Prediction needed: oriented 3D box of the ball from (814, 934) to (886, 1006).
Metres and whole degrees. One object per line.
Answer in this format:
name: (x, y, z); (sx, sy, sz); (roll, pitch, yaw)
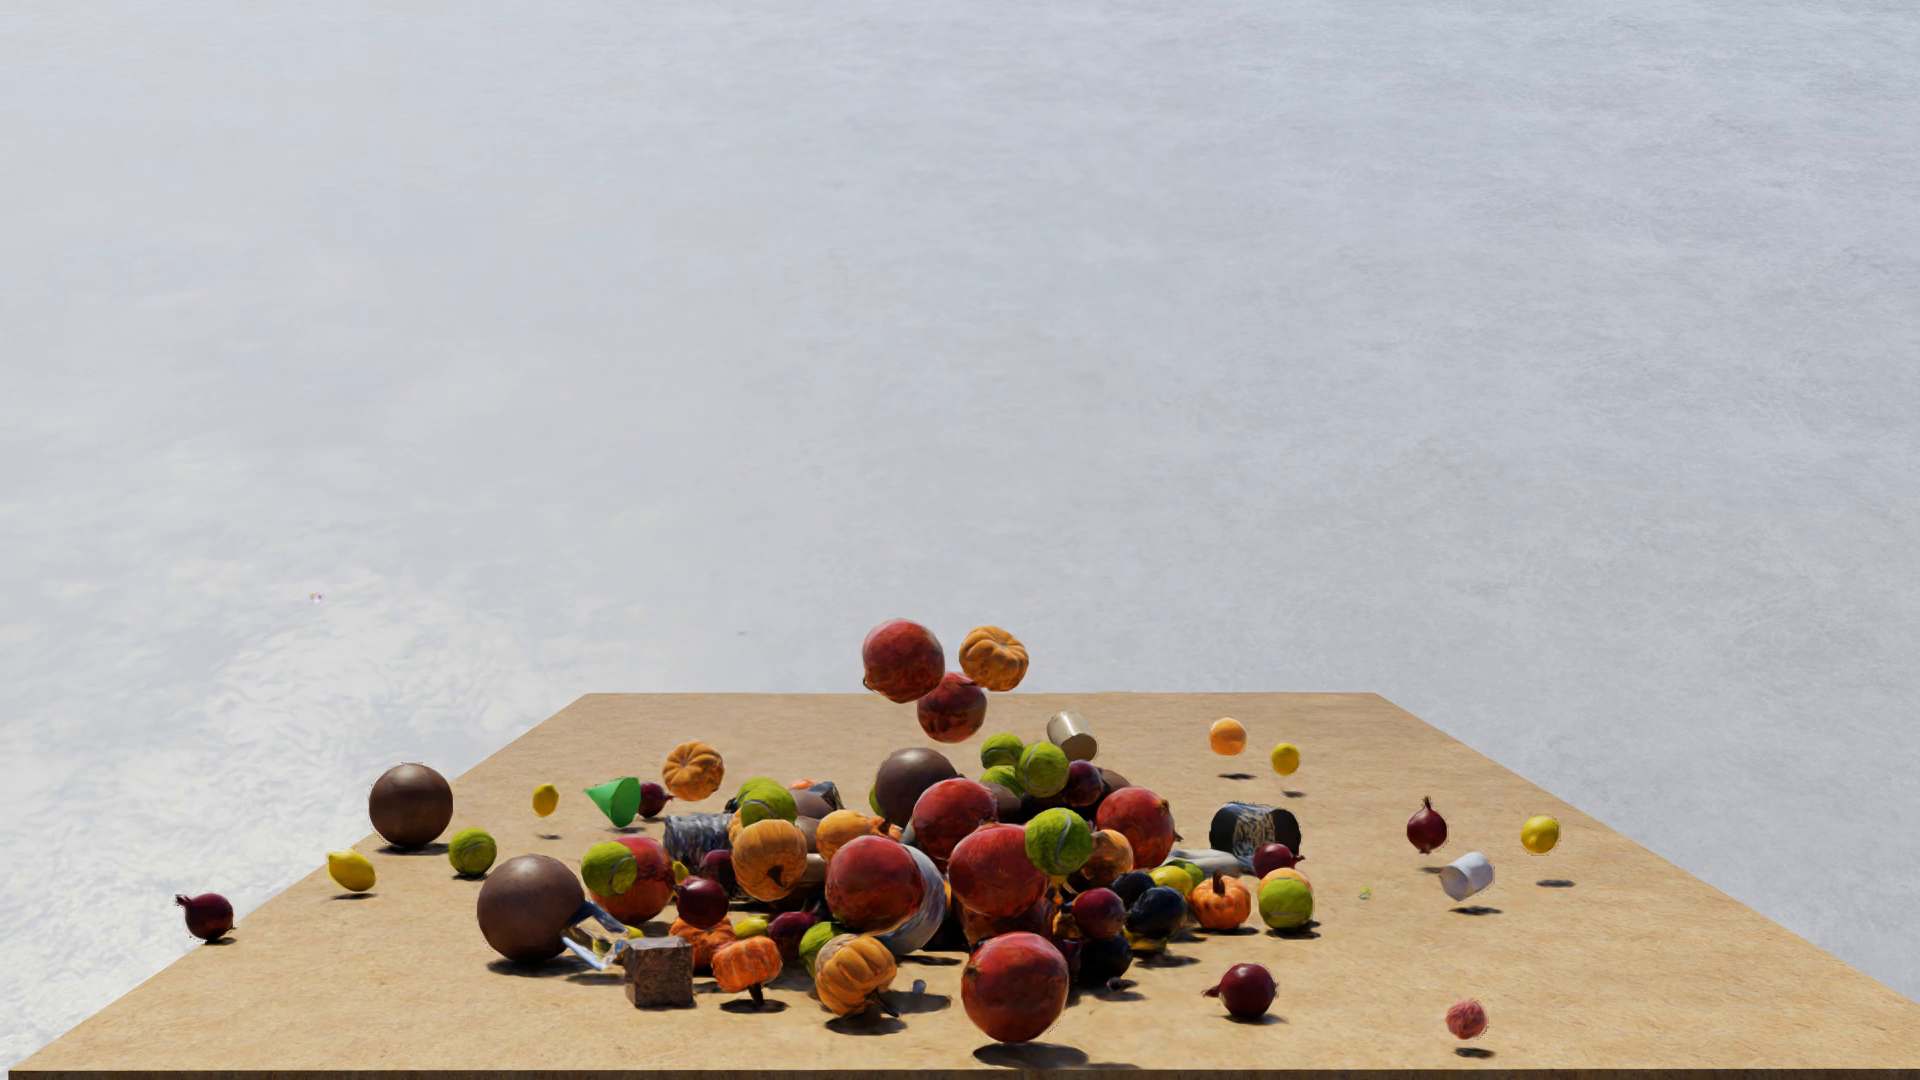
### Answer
ball: (-0.122, 0.474, 2.845); (0.079, 0.079, 0.079); (0, 24, 0)

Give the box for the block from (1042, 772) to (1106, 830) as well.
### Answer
block: (0.186, 0.426, 4.217); (0.082, 0.082, 0.082); (-1, 2, -17)

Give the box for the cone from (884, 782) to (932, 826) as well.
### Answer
cone: (-0.079, 0.422, 4.164); (0.074, 0.074, 0.074); (-5, 25, -16)

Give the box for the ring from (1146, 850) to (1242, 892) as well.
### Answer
ring: (0.329, 0.465, 3.628); (0.136, 0.045, 0.136); (-1, 2, 0)

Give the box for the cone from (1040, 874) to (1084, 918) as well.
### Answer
cone: (0.122, 0.468, 3.322); (0.052, 0.052, 0.052); (-47, 30, 4)

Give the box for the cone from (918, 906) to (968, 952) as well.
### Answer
cone: (-0.027, 0.465, 3.176); (0.065, 0.065, 0.065); (-6, 8, 1)

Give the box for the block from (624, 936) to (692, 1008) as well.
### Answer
block: (-0.337, 0.481, 2.874); (0.064, 0.064, 0.064); (-1, 2, -18)

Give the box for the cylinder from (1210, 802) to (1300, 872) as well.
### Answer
cylinder: (0.432, 0.435, 3.772); (0.093, 0.093, 0.093); (-20, 14, -37)

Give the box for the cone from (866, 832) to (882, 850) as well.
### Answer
cone: (-0.122, 0.448, 3.659); (0.067, 0.067, 0.067); (8, 1, 0)

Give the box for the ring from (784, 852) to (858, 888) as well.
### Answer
ring: (-0.170, 0.419, 3.261); (0.107, 0.036, 0.107); (0, -15, 0)

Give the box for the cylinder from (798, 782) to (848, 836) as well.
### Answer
cylinder: (-0.216, 0.425, 4.072); (0.063, 0.063, 0.063); (-19, 13, 5)

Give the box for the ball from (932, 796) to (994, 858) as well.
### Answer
ball: (0.005, 0.379, 3.404); (0.083, 0.083, 0.083); (0, 24, 0)

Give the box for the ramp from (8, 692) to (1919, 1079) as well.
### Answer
ramp: (0.056, 0.506, 4.549); (2.000, 0.100, 4.000); (0, 2, 0)

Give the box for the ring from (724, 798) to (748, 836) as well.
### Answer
ring: (-0.349, 0.435, 3.980); (0.025, 0.076, 0.076); (12, 20, -20)

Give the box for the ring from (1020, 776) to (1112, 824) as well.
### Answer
ring: (0.144, 0.351, 3.474); (0.125, 0.125, 0.042); (-3, 66, -7)

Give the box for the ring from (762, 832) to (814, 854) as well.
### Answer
ring: (-0.264, 0.463, 3.945); (0.081, 0.027, 0.081); (1, 1, 0)

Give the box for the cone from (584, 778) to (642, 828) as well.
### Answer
cone: (-0.579, 0.417, 4.197); (0.085, 0.085, 0.085); (13, 27, 27)

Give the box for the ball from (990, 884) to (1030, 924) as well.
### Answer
ball: (0.064, 0.471, 3.334); (0.052, 0.052, 0.052); (0, 24, 0)

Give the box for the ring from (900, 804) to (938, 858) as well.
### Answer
ring: (-0.062, 0.426, 3.569); (0.043, 0.130, 0.130); (23, 27, 3)

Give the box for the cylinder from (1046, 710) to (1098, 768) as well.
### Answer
cylinder: (0.165, 0.292, 3.790); (0.060, 0.060, 0.060); (-6, 33, -14)

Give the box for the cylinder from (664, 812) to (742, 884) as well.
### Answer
cylinder: (-0.366, 0.437, 3.659); (0.096, 0.096, 0.096); (-1, 24, -15)

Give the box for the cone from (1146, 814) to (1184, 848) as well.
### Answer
cone: (0.295, 0.420, 3.666); (0.050, 0.050, 0.050); (14, 25, 2)

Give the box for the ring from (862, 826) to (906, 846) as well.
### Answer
ring: (-0.102, 0.459, 3.974); (0.097, 0.032, 0.097); (0, 0, 0)

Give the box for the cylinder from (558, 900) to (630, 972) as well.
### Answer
cylinder: (-0.425, 0.461, 3.003); (0.059, 0.059, 0.059); (37, 35, 10)

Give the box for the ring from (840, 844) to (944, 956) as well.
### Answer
ring: (-0.082, 0.437, 3.130); (0.137, 0.137, 0.046); (11, -6, 23)

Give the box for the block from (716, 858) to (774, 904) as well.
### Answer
block: (-0.288, 0.459, 3.462); (0.055, 0.055, 0.055); (3, -9, 17)

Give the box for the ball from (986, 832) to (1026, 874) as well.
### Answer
ball: (0.067, 0.454, 3.736); (0.059, 0.059, 0.059); (0, 24, 0)

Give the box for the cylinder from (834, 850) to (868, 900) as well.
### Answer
cylinder: (-0.118, 0.455, 3.463); (0.077, 0.077, 0.077); (-2, 19, -44)
